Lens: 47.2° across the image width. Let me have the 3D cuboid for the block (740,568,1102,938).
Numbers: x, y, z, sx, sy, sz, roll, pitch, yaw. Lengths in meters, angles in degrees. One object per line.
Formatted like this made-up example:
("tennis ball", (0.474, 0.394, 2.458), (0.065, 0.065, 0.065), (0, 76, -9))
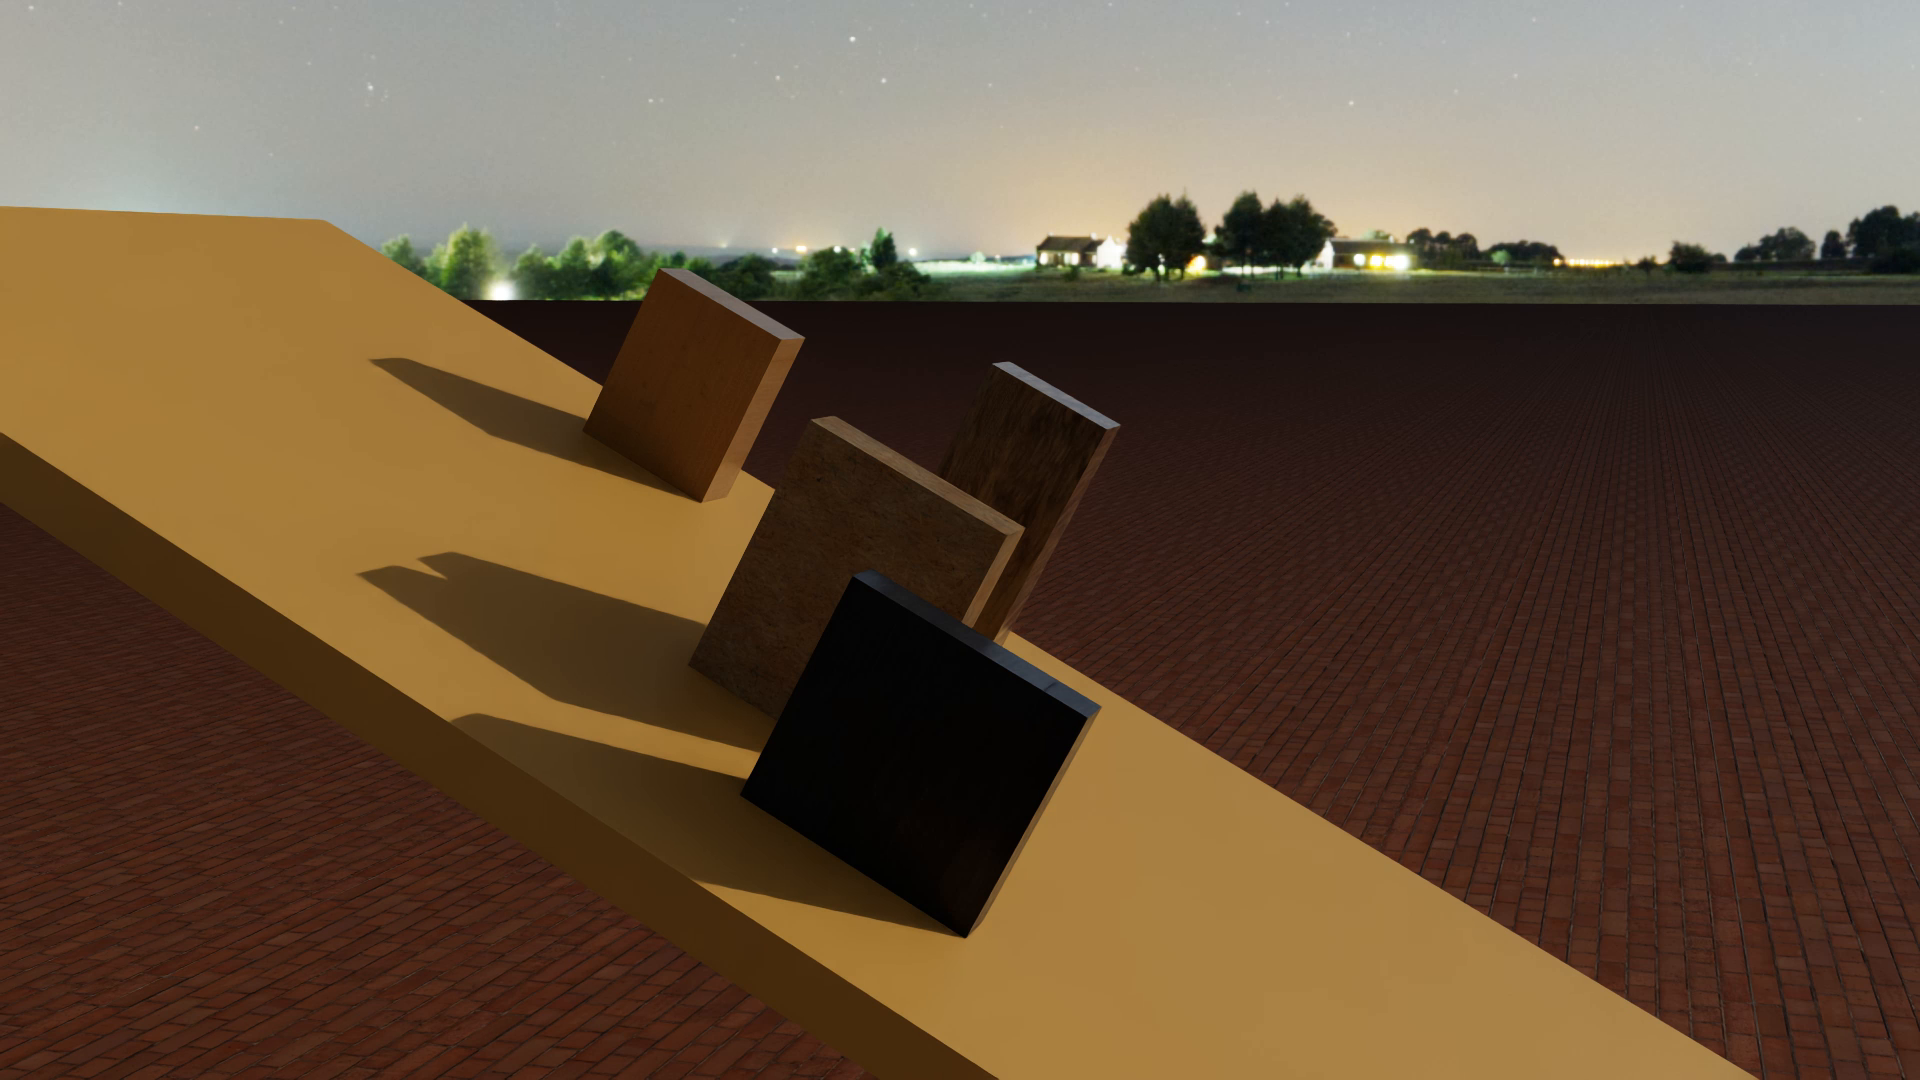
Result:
("block", (-0.066, 0.333, 3.459), (0.427, 0.410, 0.091), (31, 14, 12))

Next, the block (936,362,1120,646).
("block", (0.026, 0.023, 4.164), (0.247, 0.682, 0.117), (31, 14, 12))

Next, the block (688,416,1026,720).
("block", (-0.185, 0.101, 3.869), (0.401, 0.501, 0.119), (31, 14, 12))

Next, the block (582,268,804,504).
("block", (-0.592, -0.345, 4.882), (0.324, 0.408, 0.143), (31, 14, 12))

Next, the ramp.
("ramp", (-0.215, 0.357, 4.144), (4.000, 0.100, 2.000), (31, 14, 12))
